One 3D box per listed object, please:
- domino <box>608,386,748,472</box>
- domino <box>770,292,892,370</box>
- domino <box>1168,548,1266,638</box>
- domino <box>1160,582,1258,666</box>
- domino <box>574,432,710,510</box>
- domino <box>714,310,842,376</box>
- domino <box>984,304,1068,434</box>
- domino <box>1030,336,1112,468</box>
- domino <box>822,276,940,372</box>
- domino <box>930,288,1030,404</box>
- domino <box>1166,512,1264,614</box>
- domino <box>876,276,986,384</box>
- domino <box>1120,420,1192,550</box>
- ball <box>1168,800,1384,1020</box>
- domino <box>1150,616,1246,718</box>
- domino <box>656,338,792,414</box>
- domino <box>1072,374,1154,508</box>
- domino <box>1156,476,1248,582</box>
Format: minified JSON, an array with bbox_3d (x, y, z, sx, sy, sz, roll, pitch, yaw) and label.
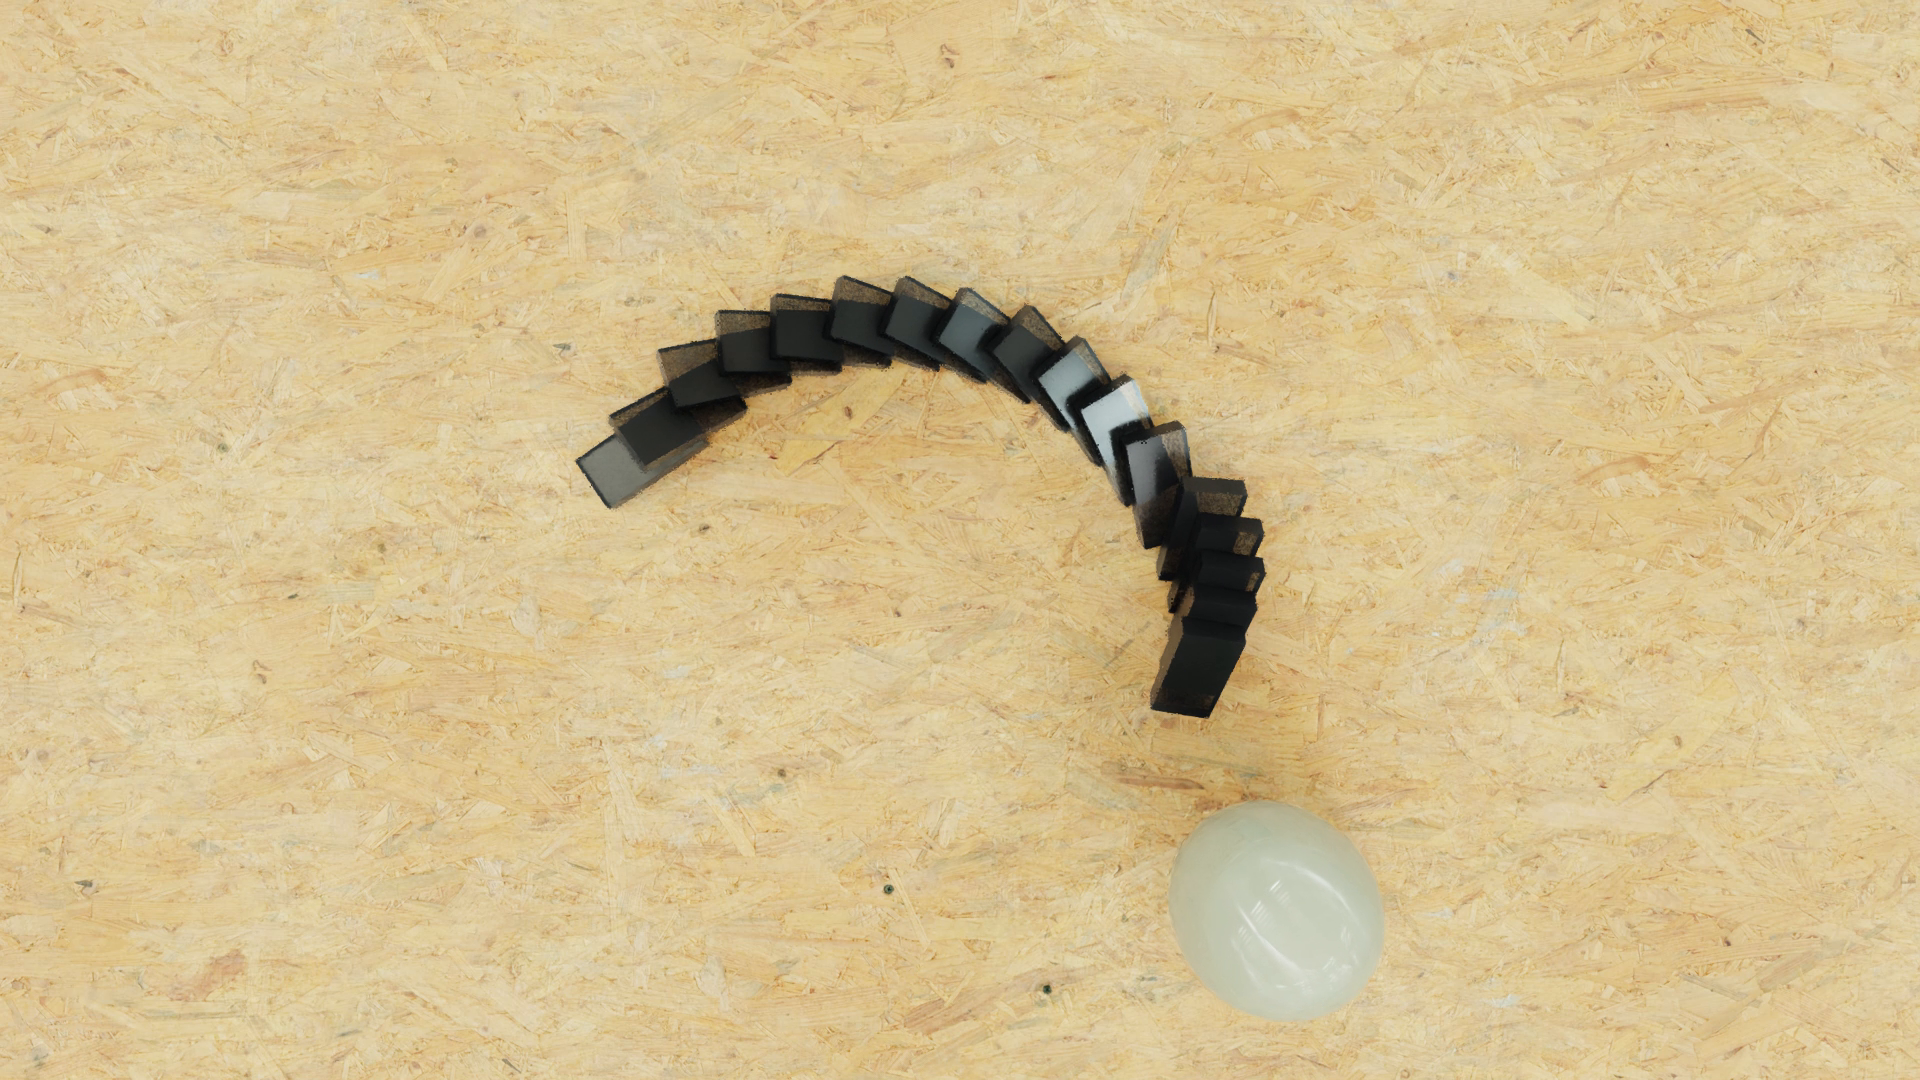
[{"bbox_3d":[-0.118,-0.052,0.385,0.050,0.009,0.025,-36,91,-26],"label":"domino"},{"bbox_3d":[-0.054,-0.087,0.385,0.050,0.009,0.025,0,90,-27],"label":"domino"},{"bbox_3d":[0.105,0.026,0.380,0.025,0.009,0.050,9,133,0],"label":"domino"},{"bbox_3d":[0.102,0.040,0.380,0.025,0.010,0.050,9,133,0],"label":"domino"},{"bbox_3d":[-0.137,-0.038,0.395,0.050,0.010,0.025,-34,90,0],"label":"domino"},{"bbox_3d":[-0.076,-0.082,0.385,0.050,0.010,0.025,-5,90,-26],"label":"domino"},{"bbox_3d":[0.036,-0.071,0.384,0.025,0.010,0.050,-47,117,0],"label":"domino"},{"bbox_3d":[0.054,-0.058,0.384,0.025,0.010,0.050,-40,118,0],"label":"domino"},{"bbox_3d":[-0.030,-0.090,0.384,0.050,0.010,0.025,13,90,-27],"label":"domino"},{"bbox_3d":[0.015,-0.081,0.384,0.050,0.009,0.025,30,90,-28],"label":"domino"},{"bbox_3d":[0.105,0.011,0.379,0.025,0.010,0.050,7,133,-1],"label":"domino"},{"bbox_3d":[-0.007,-0.087,0.384,0.050,0.009,0.025,22,90,-27],"label":"domino"},{"bbox_3d":[0.084,-0.023,0.384,0.025,0.010,0.050,-16,118,0],"label":"domino"},{"bbox_3d":[0.123,0.144,0.360,0.080,0.080,0.080,0,90,0],"label":"ball"},{"bbox_3d":[0.098,0.054,0.380,0.025,0.010,0.050,9,133,0],"label":"domino"},{"bbox_3d":[-0.099,-0.072,0.385,0.050,0.009,0.025,-18,90,-25],"label":"domino"},{"bbox_3d":[0.069,-0.041,0.384,0.025,0.009,0.050,-31,117,0],"label":"domino"},{"bbox_3d":[0.099,-0.003,0.379,0.025,0.010,0.050,4,133,-1],"label":"domino"}]
